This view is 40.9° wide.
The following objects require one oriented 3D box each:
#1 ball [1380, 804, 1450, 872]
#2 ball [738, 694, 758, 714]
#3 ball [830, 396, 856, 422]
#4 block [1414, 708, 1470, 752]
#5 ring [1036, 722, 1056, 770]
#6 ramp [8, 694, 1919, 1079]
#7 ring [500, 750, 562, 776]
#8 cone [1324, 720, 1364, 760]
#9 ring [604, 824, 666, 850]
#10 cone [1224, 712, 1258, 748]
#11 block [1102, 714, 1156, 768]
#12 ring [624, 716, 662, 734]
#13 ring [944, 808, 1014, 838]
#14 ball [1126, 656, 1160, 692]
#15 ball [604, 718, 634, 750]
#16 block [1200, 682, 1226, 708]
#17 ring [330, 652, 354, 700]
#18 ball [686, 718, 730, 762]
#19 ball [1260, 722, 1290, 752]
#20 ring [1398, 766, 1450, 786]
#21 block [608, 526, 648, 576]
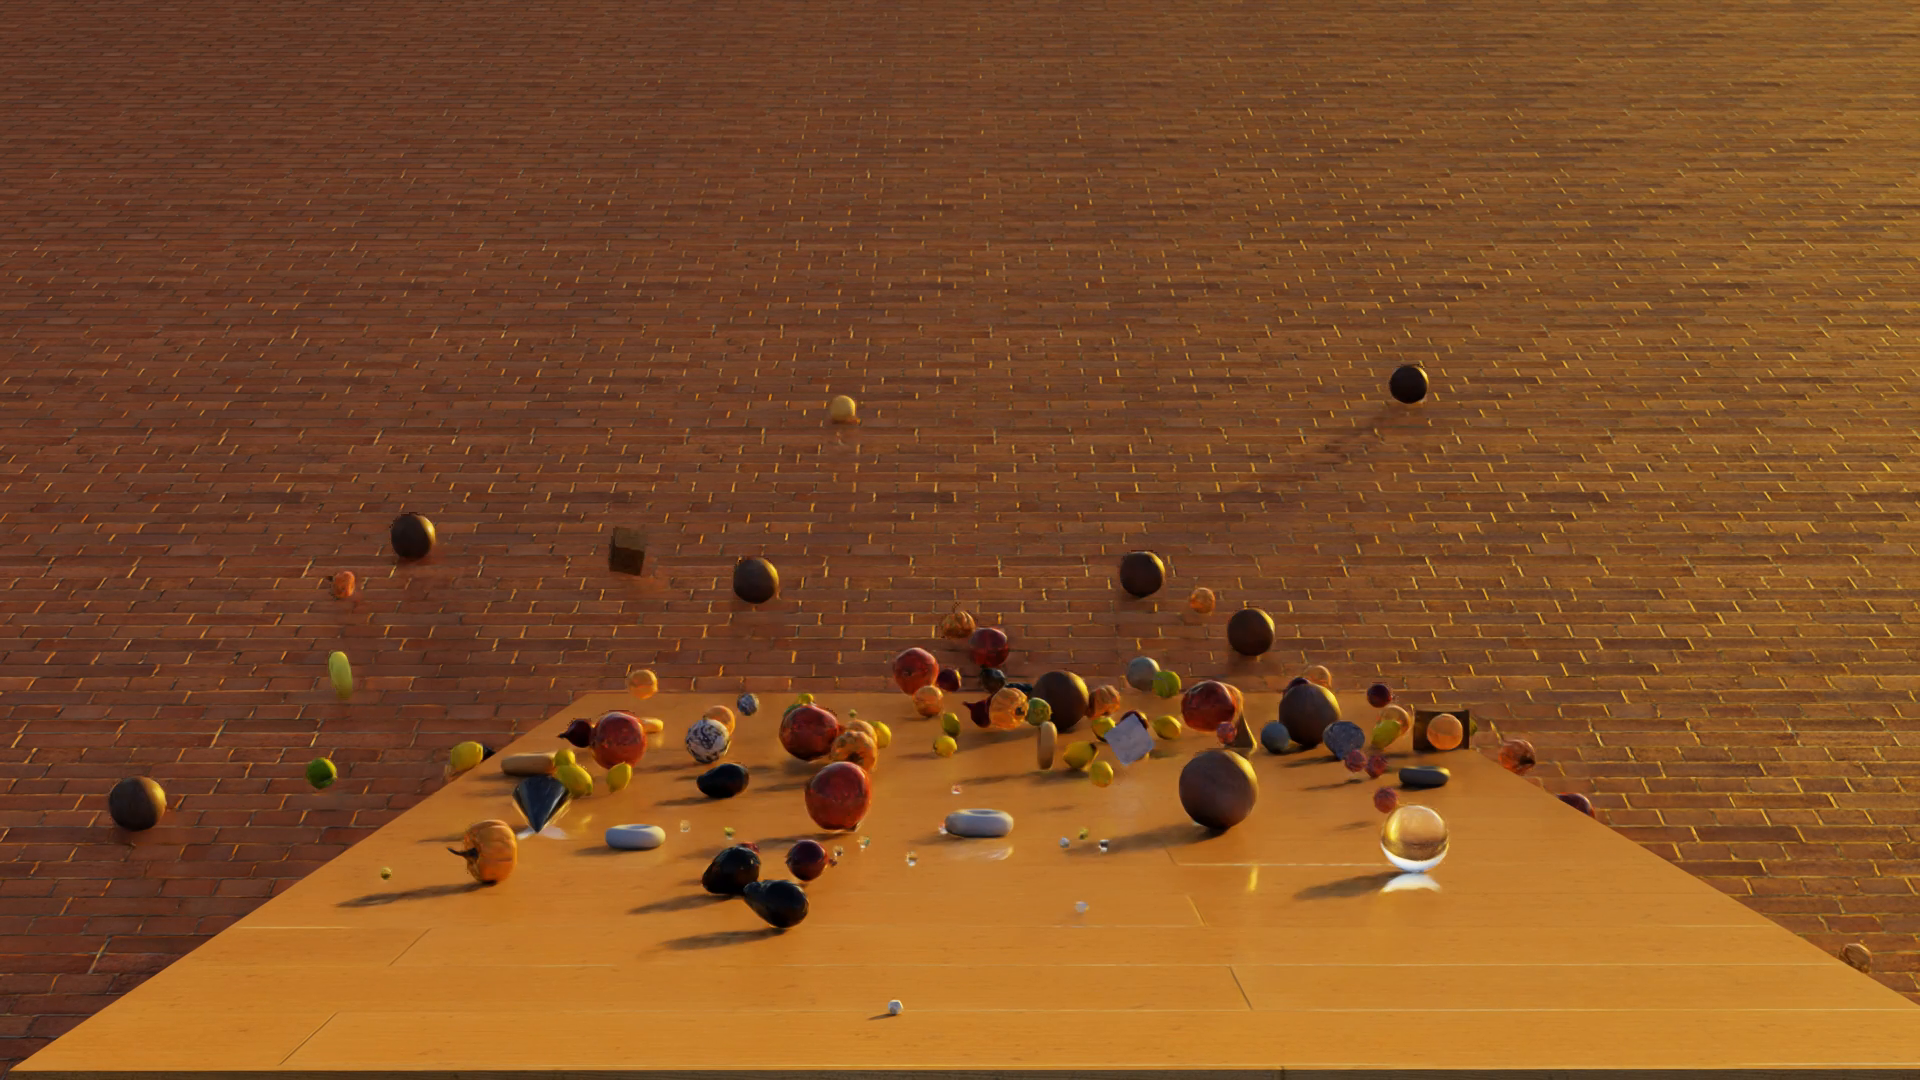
[{"bbox_3d":[0.661,0.434,3.746,0.099,0.099,0.099,0,24,0],"label":"ball"},{"bbox_3d":[-0.495,0.383,6.017,0.050,0.050,0.050,0,24,0],"label":"ball"},{"bbox_3d":[-0.386,-0.430,8.469,0.086,0.086,0.086,0,24,0],"label":"ball"},{"bbox_3d":[0.994,0.391,5.316,0.080,0.080,0.080,-2,3,-43],"label":"block"},{"bbox_3d":[0.166,0.393,4.939,0.031,0.094,0.094,6,24,-1],"label":"ring"},{"bbox_3d":[0.056,0.507,4.550,2.000,0.100,4.000,0,2,0],"label":"ramp"},{"bbox_3d":[-0.818,0.426,4.915,0.117,0.039,0.117,-4,1,0],"label":"ring"},{"bbox_3d":[0.762,0.418,5.146,0.083,0.083,0.083,6,30,12],"label":"cone"},{"bbox_3d":[-0.504,0.461,3.998,0.094,0.031,0.094,0,0,0],"label":"ring"},{"bbox_3d":[0.587,0.395,5.382,0.068,0.068,0.068,0,2,0],"label":"cone"},{"bbox_3d":[0.327,0.387,4.978,0.075,0.075,0.075,-34,-4,0],"label":"block"},{"bbox_3d":[-0.697,0.405,5.650,0.092,0.031,0.092,4,1,0],"label":"ring"},{"bbox_3d":[0.030,0.453,4.122,0.111,0.037,0.111,1,1,0],"label":"ring"},{"bbox_3d":[0.470,0.344,6.623,0.090,0.090,0.090,0,24,0],"label":"ball"},{"bbox_3d":[-0.703,0.400,5.319,0.063,0.063,0.063,0,24,0],"label":"ball"},{"bbox_3d":[0.608,0.372,6.188,0.060,0.060,0.060,0,2,9],"label":"block"},{"bbox_3d":[-1.606,0.351,6.689,0.042,0.127,0.127,-11,27,-22],"label":"ring"},{"bbox_3d":[-0.497,0.396,5.081,0.088,0.088,0.088,0,24,0],"label":"ball"},{"bbox_3d":[0.644,0.402,5.264,0.061,0.061,0.061,0,24,0],"label":"ball"},{"bbox_3d":[0.856,0.435,4.747,0.094,0.031,0.094,0,0,0],"label":"ring"},{"bbox_3d":[-0.946,0.033,7.340,0.090,0.090,0.090,11,36,-11],"label":"block"}]
